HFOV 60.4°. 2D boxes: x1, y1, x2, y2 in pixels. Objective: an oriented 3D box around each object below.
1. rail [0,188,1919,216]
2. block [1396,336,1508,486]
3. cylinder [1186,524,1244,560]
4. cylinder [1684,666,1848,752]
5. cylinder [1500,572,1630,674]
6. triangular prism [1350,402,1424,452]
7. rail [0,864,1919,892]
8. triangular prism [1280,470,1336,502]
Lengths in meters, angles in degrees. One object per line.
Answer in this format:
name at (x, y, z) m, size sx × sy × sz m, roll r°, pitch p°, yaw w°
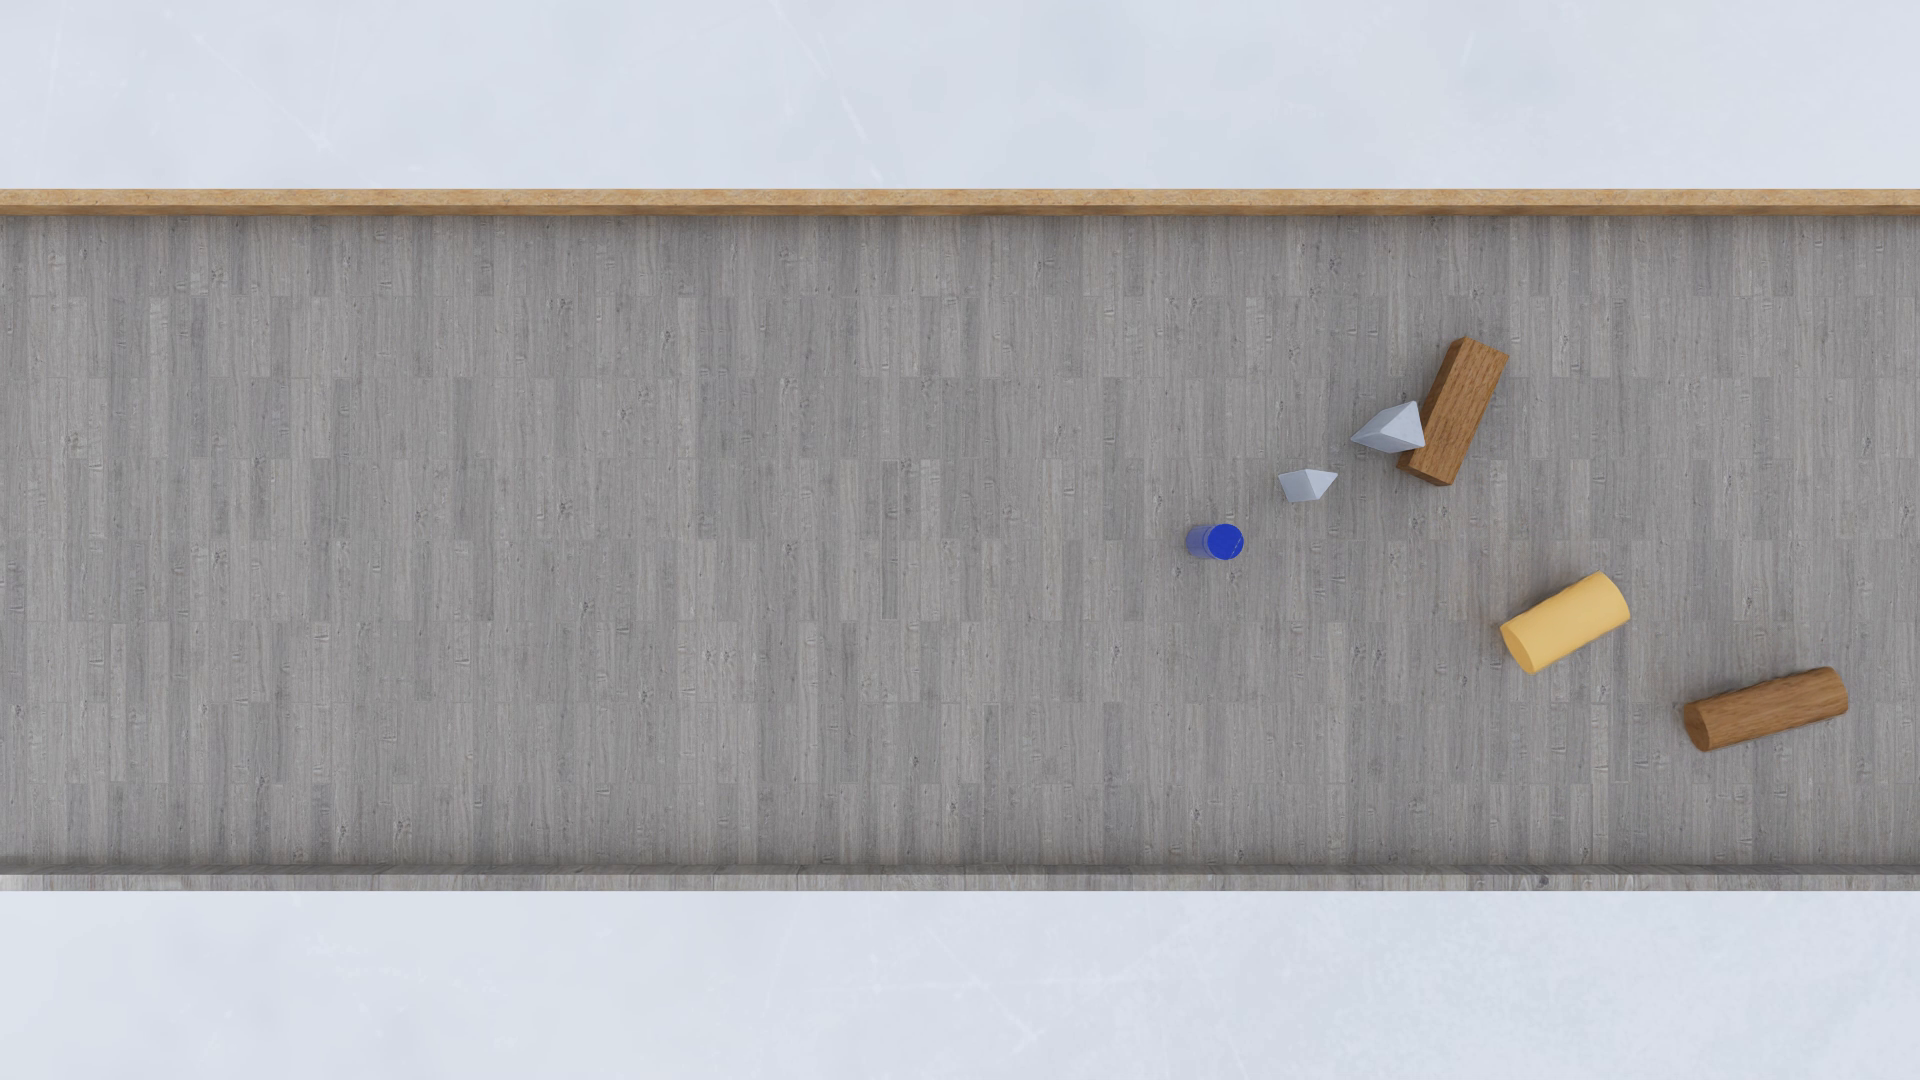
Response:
rail at (-2.247, -1.025, 5.002) m, size 12.000 × 0.150 × 0.050 m, roll 0°, pitch 90°, yaw 0°
block at (1.492, -0.387, 5.005) m, size 0.143 × 0.143 × 0.424 m, roll 24°, pitch 90°, yaw 0°
cylinder at (0.745, 0.005, 4.852) m, size 0.101 × 0.450 × 0.101 m, roll 0°, pitch 90°, yaw 0°
cylinder at (2.440, 0.512, 5.000) m, size 0.431 × 0.153 × 0.153 m, roll -15°, pitch 90°, yaw 0°
cylinder at (1.829, 0.249, 4.992) m, size 0.330 × 0.169 × 0.169 m, roll -29°, pitch 90°, yaw 0°
triangular prism at (1.282, -0.343, 4.894) m, size 0.132 × 0.366 × 0.114 m, roll 18°, pitch 90°, yaw 0°
rail at (-2.247, 1.025, 5.001) m, size 12.000 × 0.150 × 0.050 m, roll 0°, pitch 90°, yaw 0°
triangular prism at (1.011, -0.175, 4.876) m, size 0.079 × 0.402 × 0.091 m, roll 38°, pitch 90°, yaw 0°
